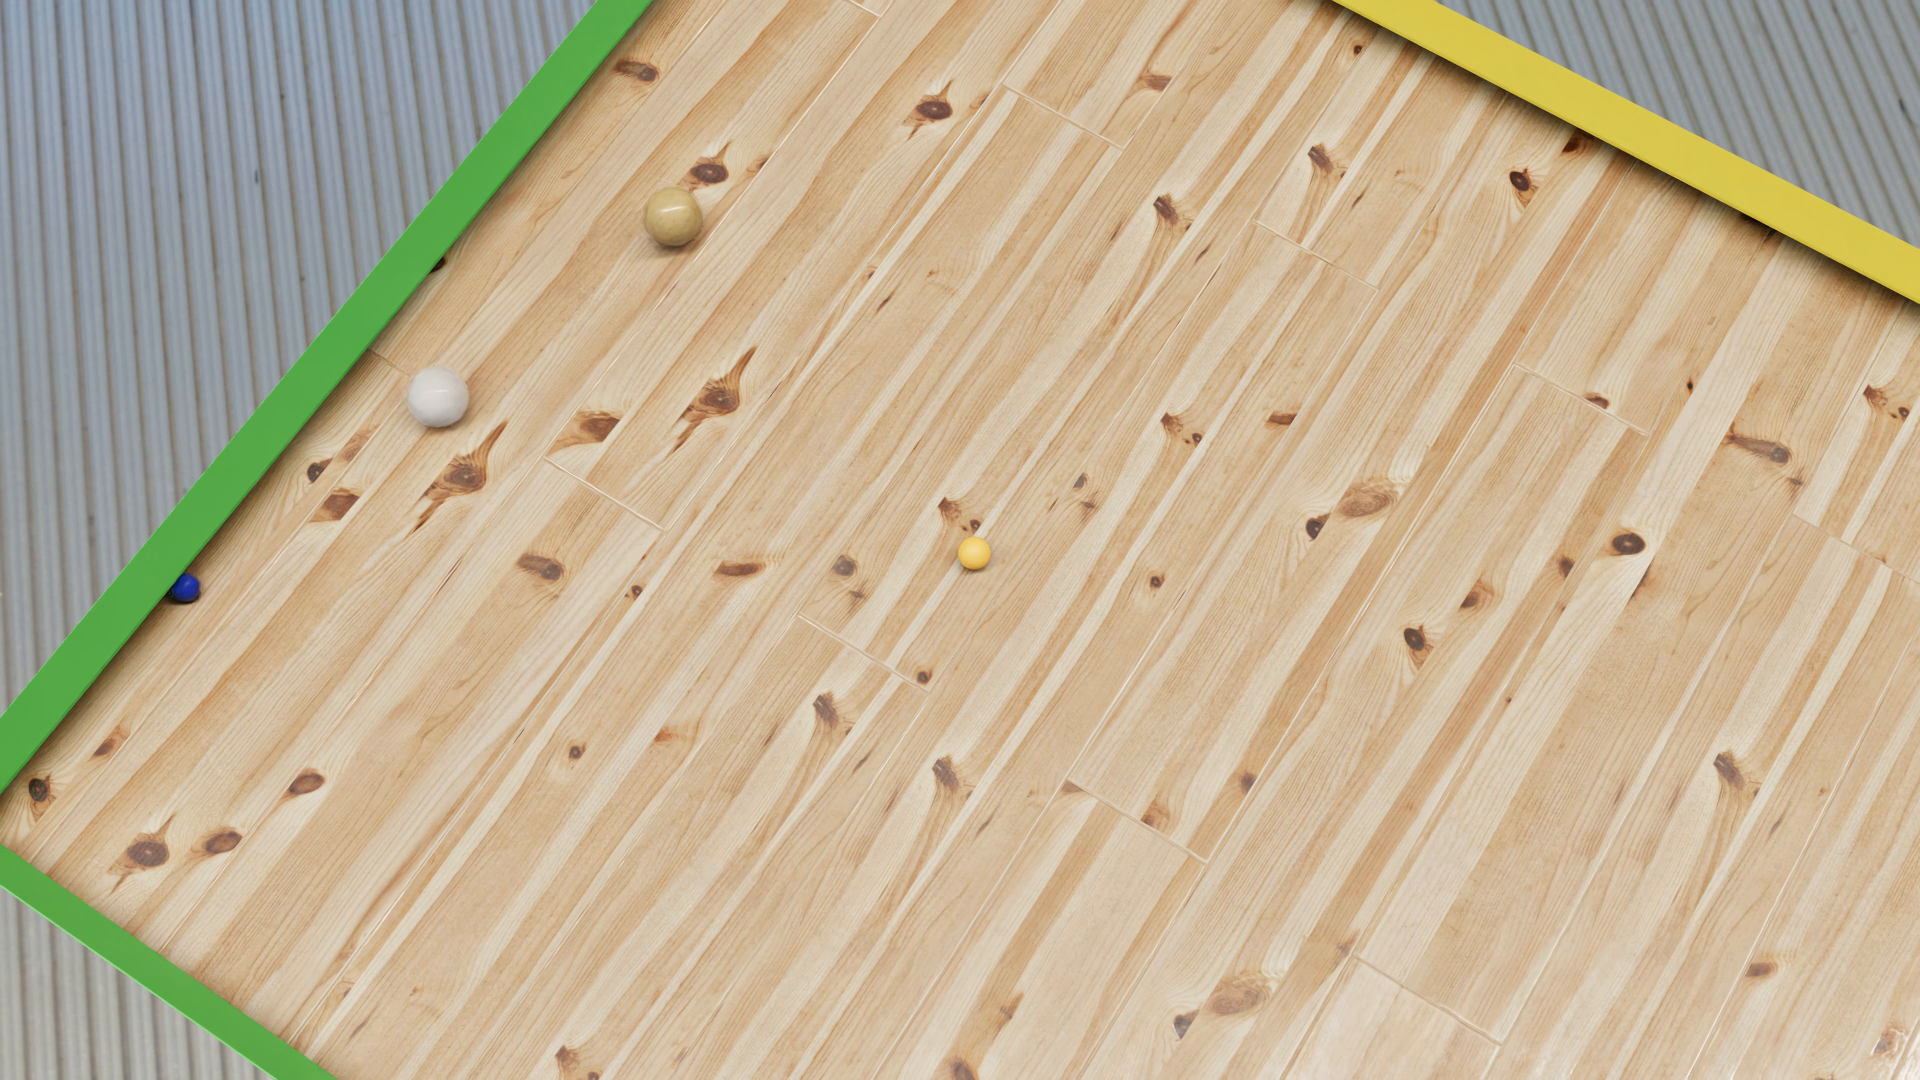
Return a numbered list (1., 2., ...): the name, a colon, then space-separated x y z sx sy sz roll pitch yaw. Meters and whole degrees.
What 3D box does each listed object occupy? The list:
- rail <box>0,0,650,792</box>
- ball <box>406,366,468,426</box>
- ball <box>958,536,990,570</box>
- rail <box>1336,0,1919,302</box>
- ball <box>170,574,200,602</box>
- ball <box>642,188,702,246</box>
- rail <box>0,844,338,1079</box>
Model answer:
1. rail: -0.849 -0.517 3.646 0.045 0.128 2.465 31 72 11
2. ball: -0.843 -0.232 3.551 0.098 0.098 0.098 0 69 0
3. ball: 0.023 0.021 3.476 0.052 0.052 0.052 0 69 0
4. rail: 1.520 -0.443 3.616 4.123 0.128 0.045 31 72 11
5. ball: -1.219 0.075 3.459 0.044 0.044 0.044 0 69 0
6. ball: -0.481 -0.540 3.672 0.098 0.098 0.098 0 69 0
7. rail: 0.217 1.453 2.871 4.123 0.128 0.045 31 72 11
